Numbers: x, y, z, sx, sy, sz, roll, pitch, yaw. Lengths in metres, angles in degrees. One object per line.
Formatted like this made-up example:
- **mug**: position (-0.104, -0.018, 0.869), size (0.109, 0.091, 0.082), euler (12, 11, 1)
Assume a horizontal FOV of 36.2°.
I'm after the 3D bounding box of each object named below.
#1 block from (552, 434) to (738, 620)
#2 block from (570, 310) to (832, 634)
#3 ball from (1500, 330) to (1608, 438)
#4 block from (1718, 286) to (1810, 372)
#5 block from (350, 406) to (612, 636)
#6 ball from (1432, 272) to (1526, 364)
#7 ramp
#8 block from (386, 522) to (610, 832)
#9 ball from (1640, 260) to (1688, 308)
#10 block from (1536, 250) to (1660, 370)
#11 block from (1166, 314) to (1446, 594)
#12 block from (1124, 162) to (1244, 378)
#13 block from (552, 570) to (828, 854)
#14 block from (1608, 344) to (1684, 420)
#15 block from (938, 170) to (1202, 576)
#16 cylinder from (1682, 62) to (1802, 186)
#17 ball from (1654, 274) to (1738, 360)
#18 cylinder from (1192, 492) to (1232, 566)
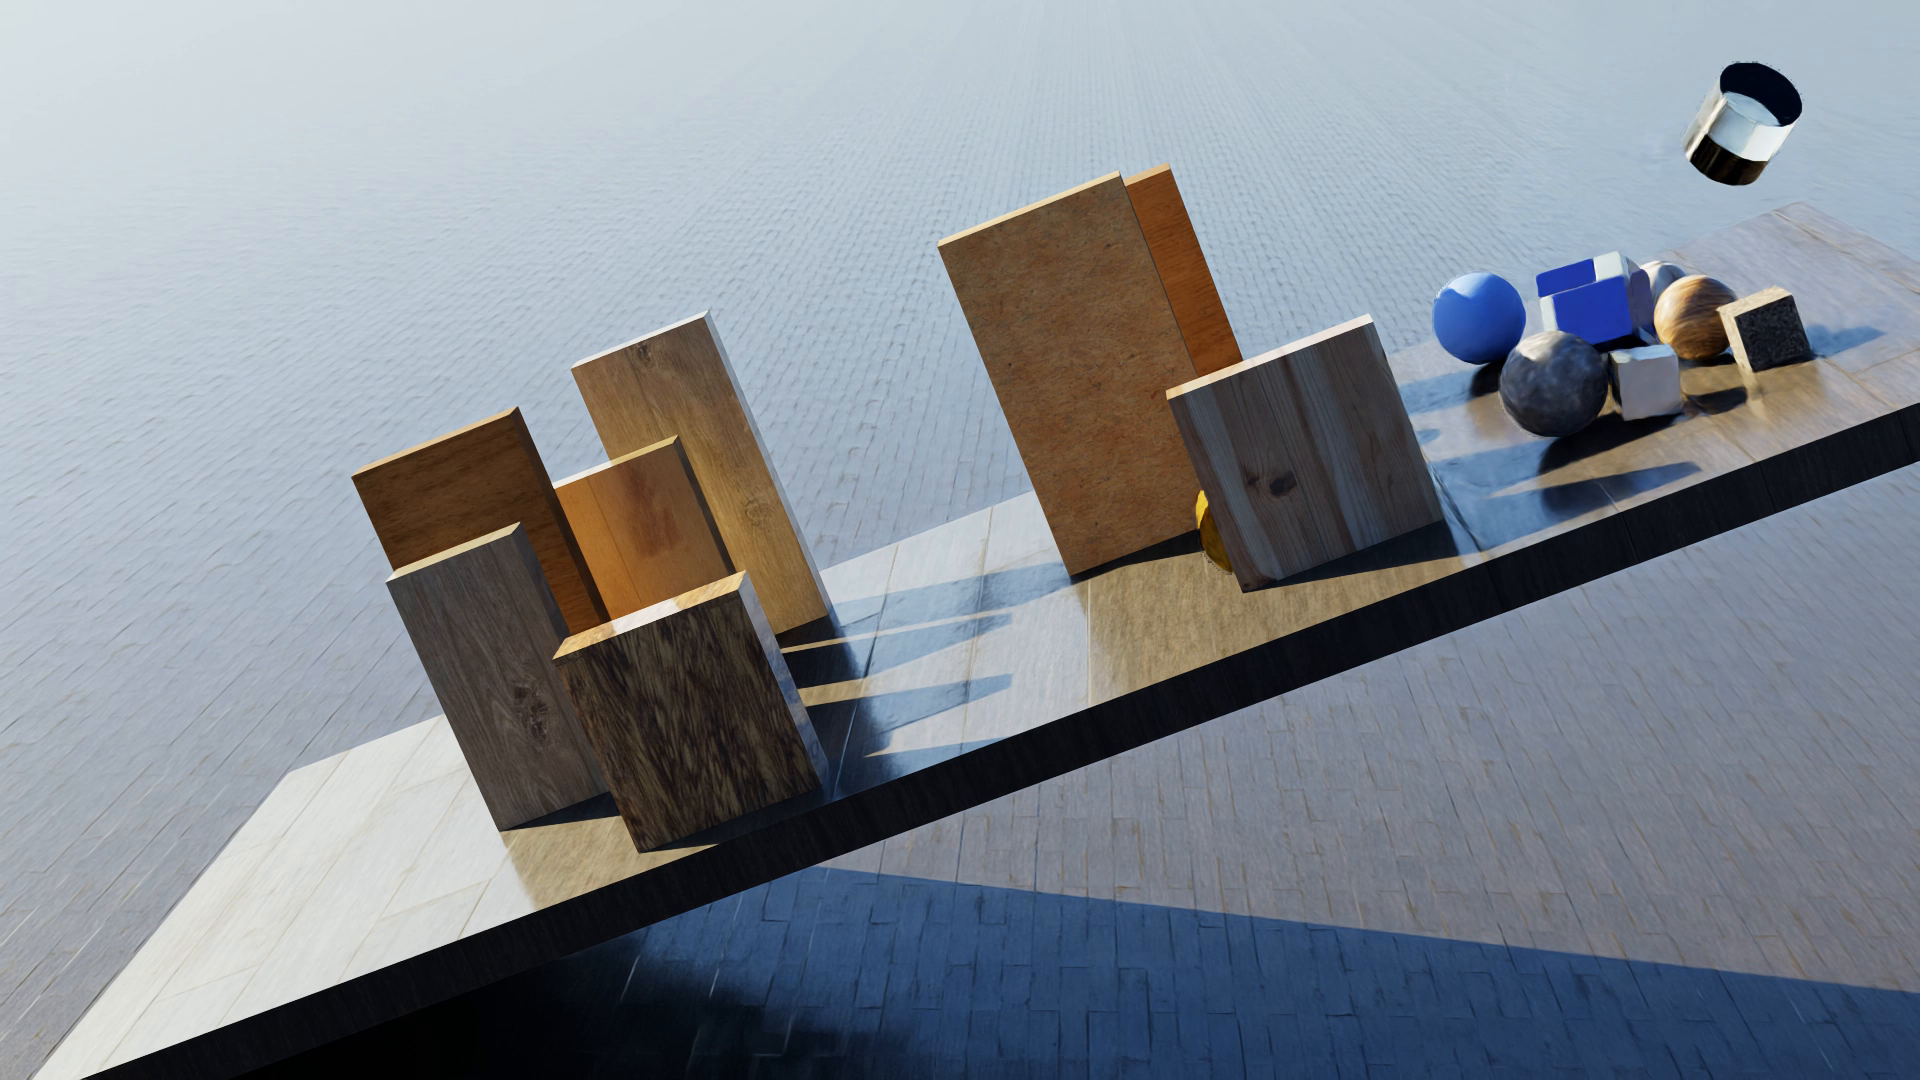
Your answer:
- **block**: position (-0.679, 0.081, 6.571), size (0.327, 0.546, 0.091), euler (-21, 12, 7)
- **block**: position (-0.595, -0.120, 6.809), size (0.332, 0.750, 0.093), euler (-21, 12, 7)
- **ball**: position (1.166, -0.306, 5.776), size (0.209, 0.209, 0.209), euler (0, 14, 0)
- **block**: position (1.569, -0.412, 5.739), size (0.118, 0.118, 0.118), euler (-21, 12, 4)
- **block**: position (-0.967, 0.140, 6.287), size (0.367, 0.770, 0.096), euler (-21, 12, 7)
- **ball**: position (1.170, -0.499, 6.625), size (0.207, 0.207, 0.207), euler (0, 14, 0)
- **ramp**: position (0.123, 0.174, 6.291), size (4.000, 0.100, 2.000), euler (-21, 12, 7)
- **block**: position (-0.928, 0.283, 6.063), size (0.282, 0.573, 0.108), euler (-21, 12, 7)
- **ball**: position (1.508, -0.533, 6.335), size (0.138, 0.138, 0.138), euler (0, 14, 0)
- **block**: position (1.326, -0.467, 6.100), size (0.181, 0.181, 0.181), euler (-15, -19, 29)
- **block**: position (0.657, -0.163, 5.591), size (0.409, 0.404, 0.089), euler (-21, 12, 7)
- **block**: position (0.460, -0.522, 6.929), size (0.316, 0.649, 0.142), euler (-21, 12, 7)
- **block**: position (-0.503, 0.323, 5.530), size (0.373, 0.406, 0.144), euler (-21, 12, 7)
- **block**: position (1.319, -0.304, 5.662), size (0.114, 0.114, 0.114), euler (-8, 14, 5)
- **block**: position (0.283, -0.349, 6.219), size (0.406, 0.758, 0.098), euler (-21, 12, 7)
- **cylinder**: position (1.543, -0.821, 5.805), size (0.172, 0.172, 0.172), euler (8, 54, -11)
- **ball**: position (1.484, -0.447, 5.918), size (0.172, 0.172, 0.172), euler (0, 14, 0)
- **cylinder**: position (0.558, -0.040, 5.765), size (0.182, 0.182, 0.182), euler (3, 1, 12)
